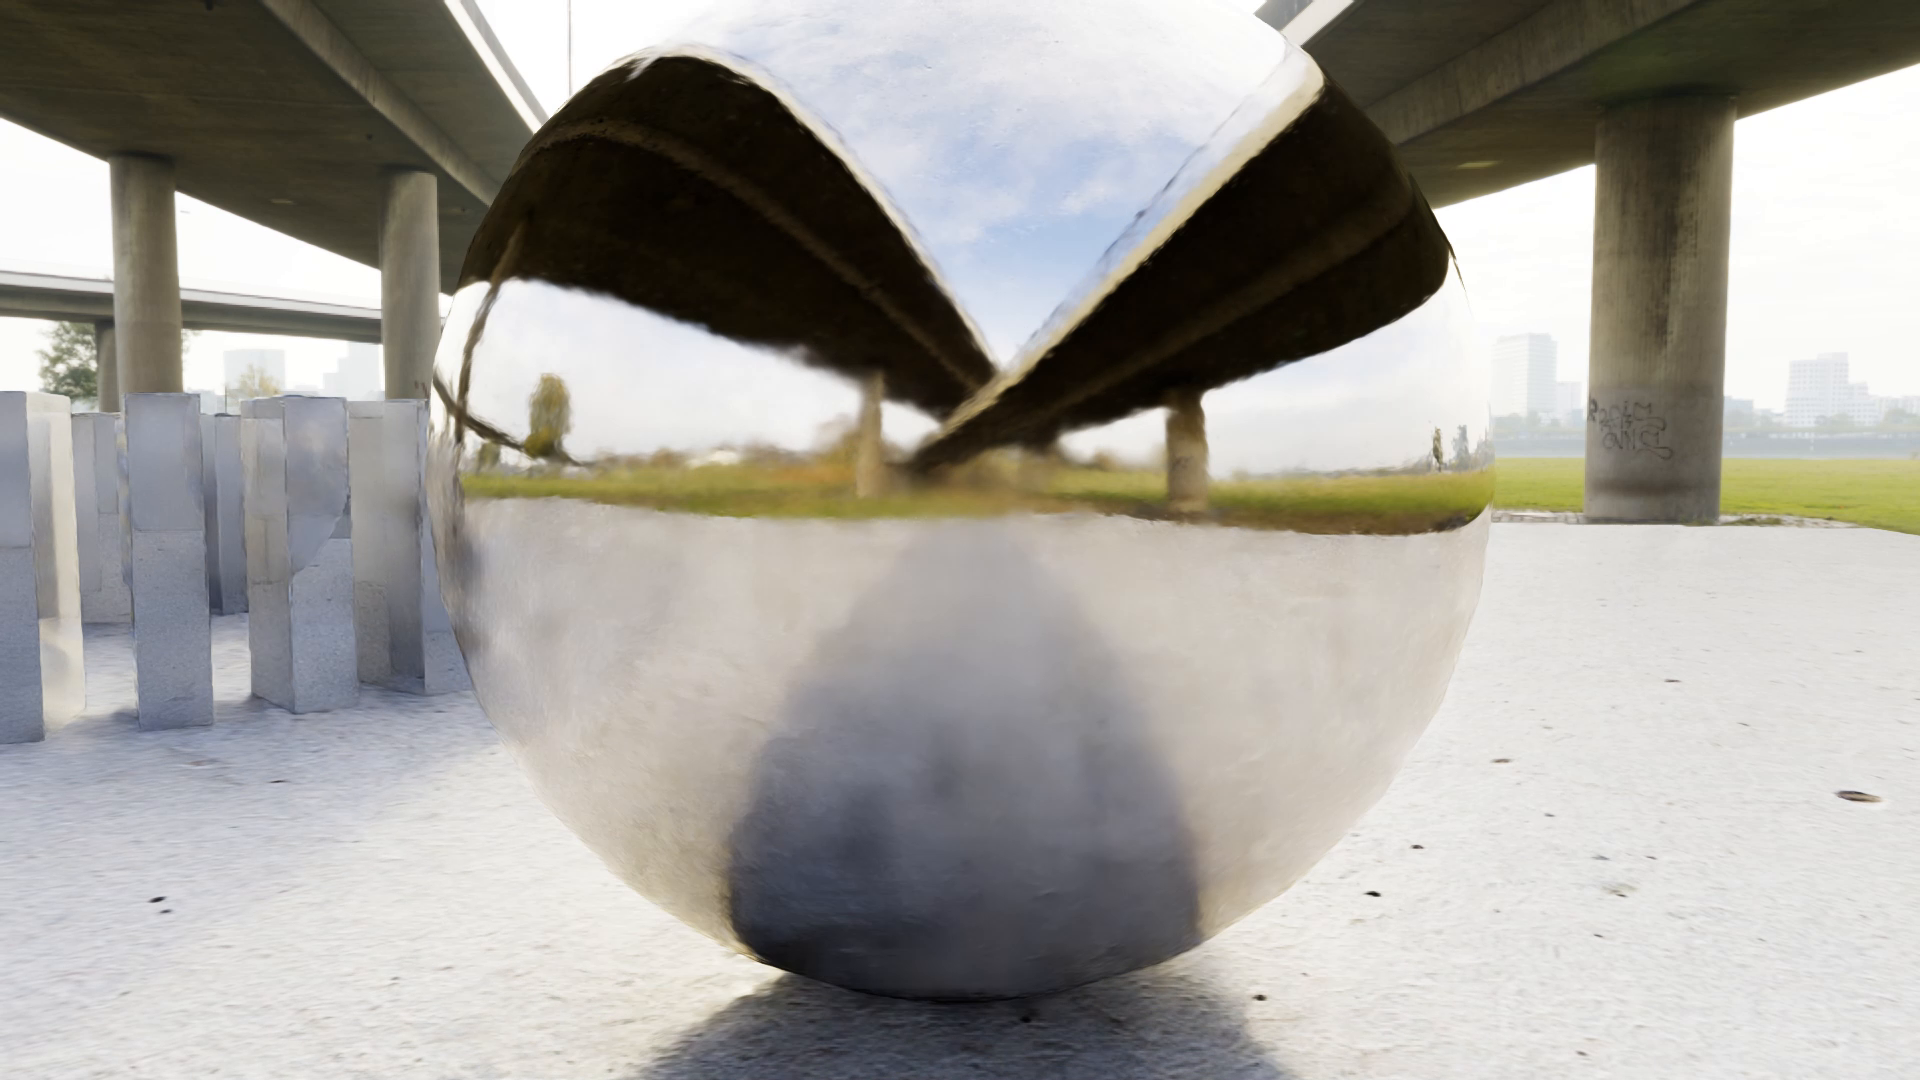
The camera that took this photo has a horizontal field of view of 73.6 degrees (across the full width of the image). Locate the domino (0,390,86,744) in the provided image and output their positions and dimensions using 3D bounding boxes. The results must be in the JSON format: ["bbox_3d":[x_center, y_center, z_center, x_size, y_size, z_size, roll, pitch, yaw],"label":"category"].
[{"bbox_3d":[-0.140,0.003,0.192,0.009,0.050,0.025,-2,5,-23],"label":"domino"}]

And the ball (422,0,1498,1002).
[{"bbox_3d":[0.000,-0.005,0.103,0.080,0.080,0.080,0,4,0],"label":"ball"}]

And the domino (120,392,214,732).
[{"bbox_3d":[-0.124,0.003,0.200,0.009,0.050,0.025,-3,5,-34],"label":"domino"}]

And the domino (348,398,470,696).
[{"bbox_3d":[-0.097,0.001,0.226,0.025,0.050,0.010,3,6,39],"label":"domino"}]

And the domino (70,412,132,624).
[{"bbox_3d":[-0.197,-0.005,0.307,0.025,0.050,0.009,1,4,9],"label":"domino"}]

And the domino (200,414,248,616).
[{"bbox_3d":[-0.193,-0.007,0.325,0.025,0.050,0.010,2,5,20],"label":"domino"}]

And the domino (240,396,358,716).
[{"bbox_3d":[-0.109,0.002,0.212,0.009,0.050,0.025,-4,6,-42],"label":"domino"}]
